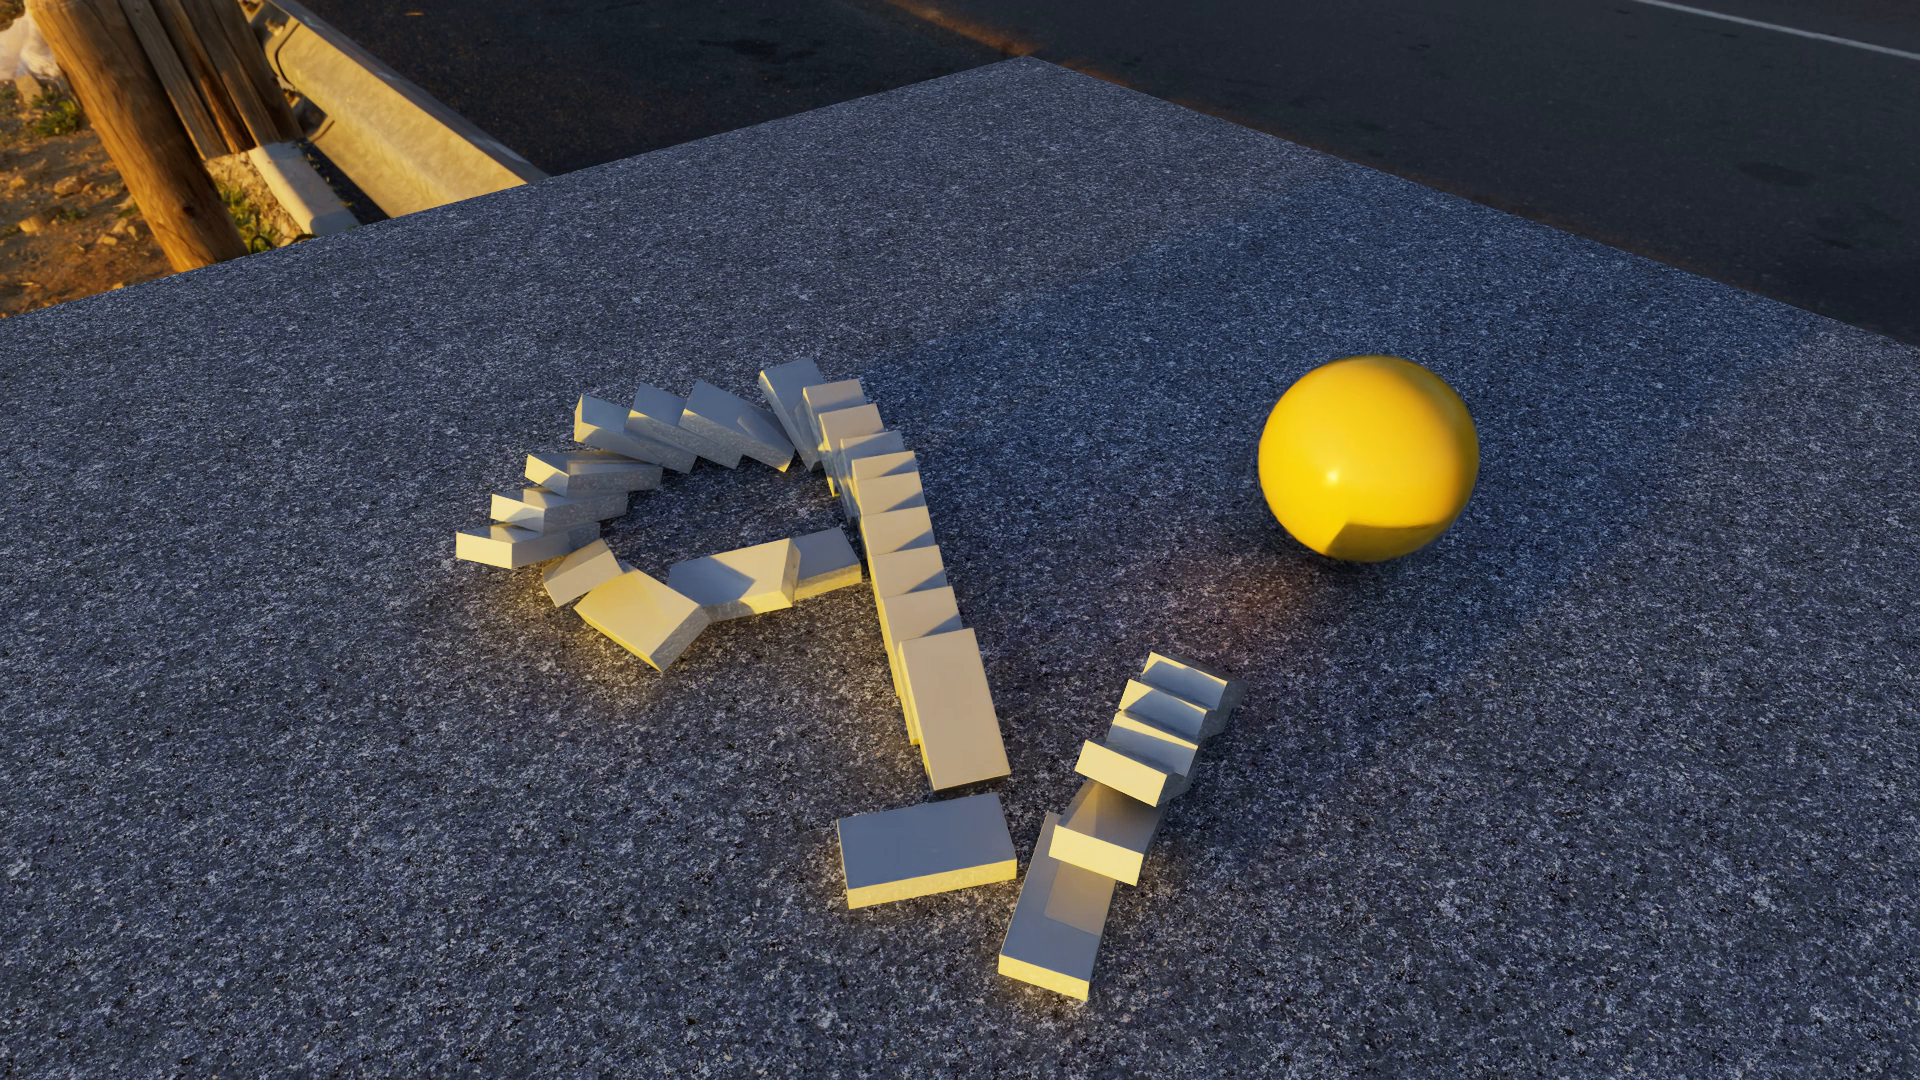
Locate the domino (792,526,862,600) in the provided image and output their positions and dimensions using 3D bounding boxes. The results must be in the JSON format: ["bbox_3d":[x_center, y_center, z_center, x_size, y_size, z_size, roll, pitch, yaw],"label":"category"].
[{"bbox_3d":[-0.066,0.012,0.429,0.050,0.010,0.025,-15,42,-18],"label":"domino"}]

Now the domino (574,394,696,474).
[{"bbox_3d":[-0.141,-0.046,0.480,0.050,0.009,0.025,17,28,-28],"label":"domino"}]

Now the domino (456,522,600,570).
[{"bbox_3d":[-0.166,0.000,0.425,0.025,0.009,0.050,10,13,18],"label":"domino"}]

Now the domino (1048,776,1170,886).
[{"bbox_3d":[0.046,0.083,0.324,0.025,0.009,0.050,15,13,17],"label":"domino"}]

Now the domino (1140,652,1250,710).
[{"bbox_3d":[0.078,0.046,0.362,0.025,0.010,0.050,21,1,23],"label":"domino"}]

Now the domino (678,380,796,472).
[{"bbox_3d":[-0.097,-0.051,0.488,0.050,0.009,0.025,24,36,-16],"label":"domino"}]

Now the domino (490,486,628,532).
[{"bbox_3d":[-0.160,-0.014,0.443,0.025,0.010,0.050,14,14,18],"label":"domino"}]

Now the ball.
[{"bbox_3d":[0.157,-0.031,0.426,0.080,0.080,0.080,0,39,0],"label":"ball"}]

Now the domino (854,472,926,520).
[{"bbox_3d":[-0.023,0.000,0.421,0.025,0.010,0.050,-9,72,-11],"label":"domino"}]

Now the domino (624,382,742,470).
[{"bbox_3d":[-0.120,-0.051,0.486,0.050,0.009,0.025,21,32,-19],"label":"domino"}]

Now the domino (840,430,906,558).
[{"bbox_3d":[-0.032,-0.019,0.449,0.025,0.010,0.050,-10,68,-12],"label":"domino"}]

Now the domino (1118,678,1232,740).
[{"bbox_3d":[0.070,0.054,0.353,0.025,0.009,0.050,21,1,23],"label":"domino"}]

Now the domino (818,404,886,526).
[{"bbox_3d":[-0.041,-0.032,0.465,0.025,0.010,0.050,-13,69,-16],"label":"domino"}]

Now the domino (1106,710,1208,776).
[{"bbox_3d":[0.063,0.061,0.343,0.025,0.009,0.050,20,1,17],"label":"domino"}]

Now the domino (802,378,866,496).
[{"bbox_3d":[-0.050,-0.045,0.480,0.025,0.010,0.050,-13,69,-19],"label":"domino"}]

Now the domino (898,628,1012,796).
[{"bbox_3d":[-0.002,0.055,0.359,0.025,0.010,0.050,-10,67,-12],"label":"domino"}]

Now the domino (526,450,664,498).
[{"bbox_3d":[-0.153,-0.029,0.461,0.025,0.009,0.050,24,18,27],"label":"domino"}]

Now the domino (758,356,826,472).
[{"bbox_3d":[-0.067,-0.057,0.493,0.025,0.009,0.050,-23,74,-31],"label":"domino"}]

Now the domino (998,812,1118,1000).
[{"bbox_3d":[0.031,0.104,0.317,0.025,0.010,0.050,12,41,14],"label":"domino"}]

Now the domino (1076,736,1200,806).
[{"bbox_3d":[0.055,0.069,0.335,0.025,0.010,0.050,21,1,23],"label":"domino"}]

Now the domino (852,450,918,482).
[{"bbox_3d":[-0.026,-0.009,0.434,0.025,0.010,0.050,-10,72,-12],"label":"domino"}]

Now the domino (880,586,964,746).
[{"bbox_3d":[-0.009,0.042,0.375,0.025,0.010,0.050,-10,68,-12],"label":"domino"}]

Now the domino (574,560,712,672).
[{"bbox_3d":[-0.116,0.027,0.399,0.050,0.010,0.025,22,61,38],"label":"domino"}]

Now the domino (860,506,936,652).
[{"bbox_3d":[-0.020,0.014,0.407,0.025,0.010,0.050,-9,72,-11],"label":"domino"}]

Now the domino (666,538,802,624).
[{"bbox_3d":[-0.085,0.017,0.408,0.050,0.010,0.025,-12,47,16],"label":"domino"}]

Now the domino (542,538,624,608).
[{"bbox_3d":[-0.140,0.011,0.407,0.025,0.009,0.050,-29,15,-16],"label":"domino"}]

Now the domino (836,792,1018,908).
[{"bbox_3d":[-0.010,0.093,0.330,0.050,0.010,0.025,-8,40,-9],"label":"domino"}]

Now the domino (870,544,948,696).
[{"bbox_3d":[-0.015,0.028,0.391,0.025,0.009,0.050,-9,69,-11],"label":"domino"}]
